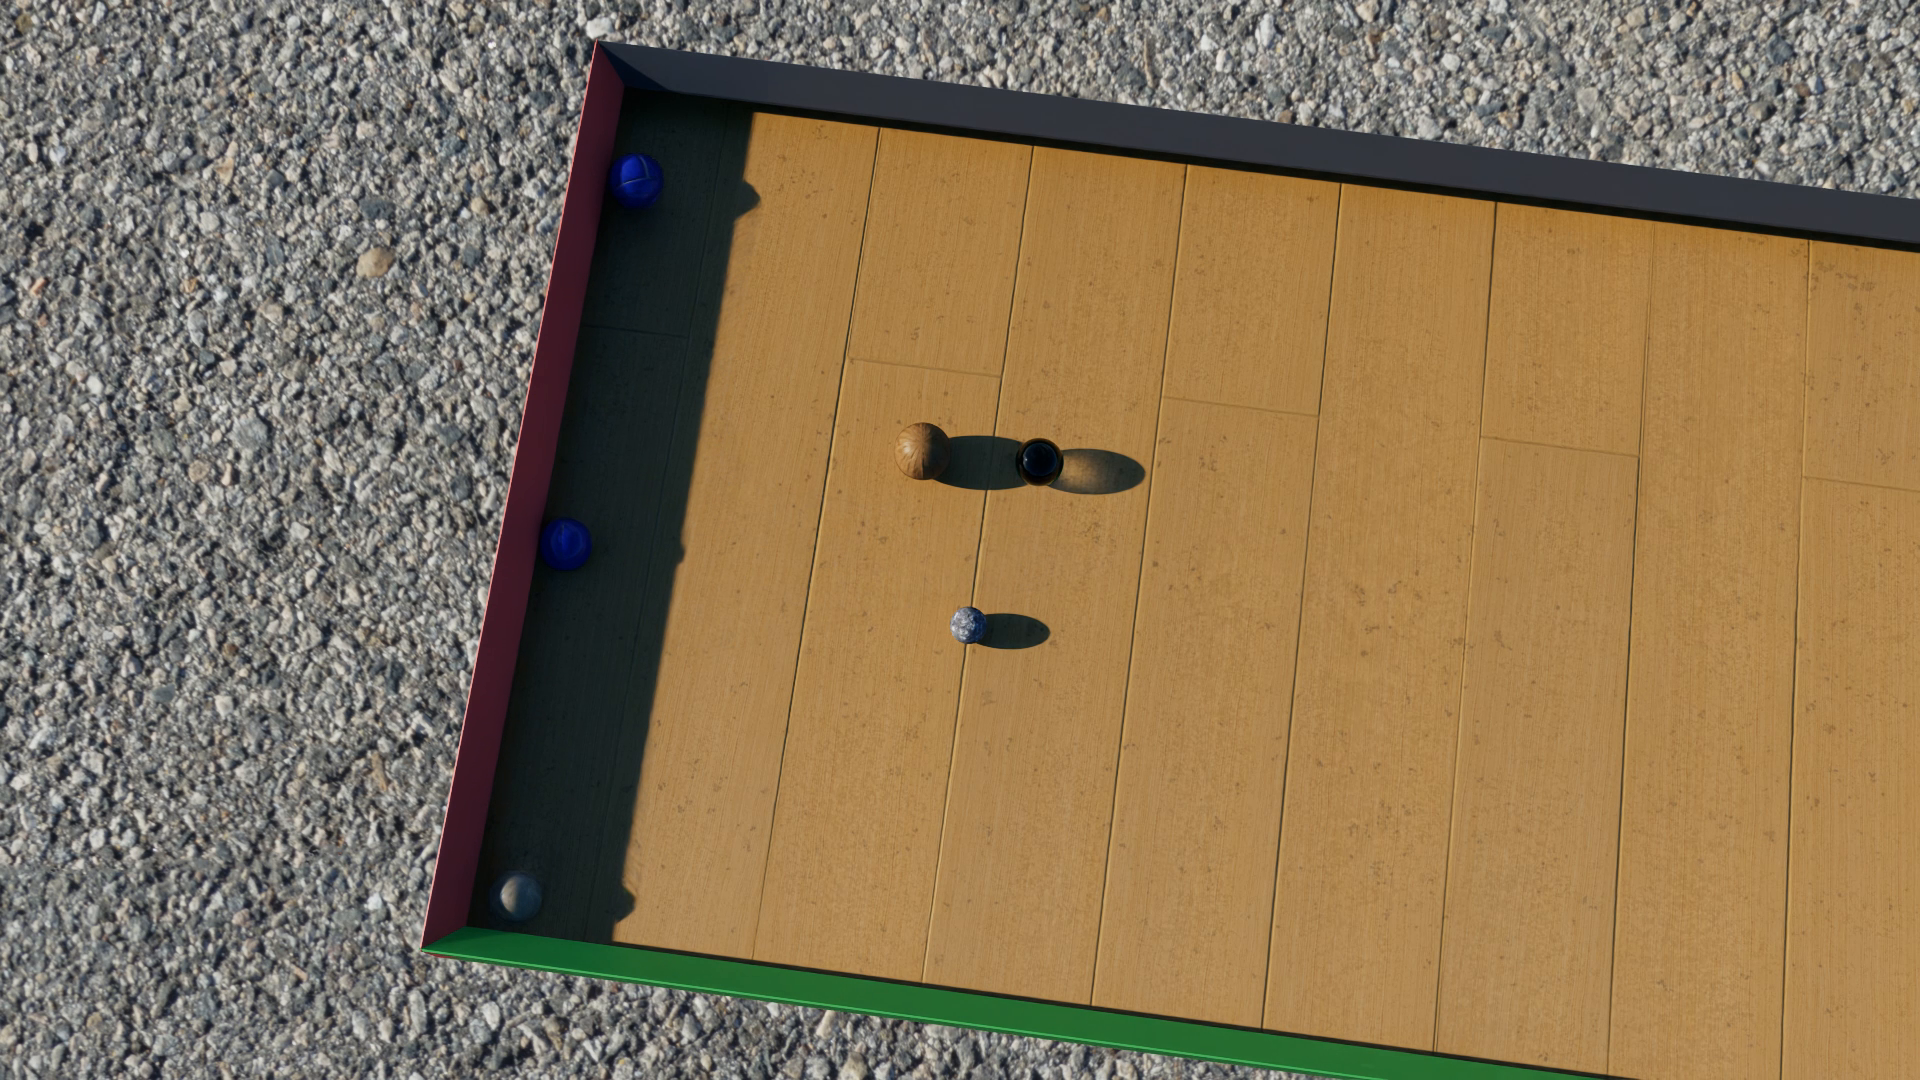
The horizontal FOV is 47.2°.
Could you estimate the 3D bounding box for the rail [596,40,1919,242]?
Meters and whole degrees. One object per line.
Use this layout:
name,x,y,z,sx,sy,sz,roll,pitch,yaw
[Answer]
rail,0.762,-0.584,3.484,2.708,0.116,0.045,7,75,2

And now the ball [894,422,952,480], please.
ball,-0.057,-0.136,3.378,0.090,0.090,0.090,0,75,0

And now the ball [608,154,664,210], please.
ball,-0.516,-0.568,3.495,0.088,0.088,0.088,0,75,0

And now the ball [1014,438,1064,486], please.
ball,0.122,-0.120,3.380,0.075,0.075,0.075,0,75,0

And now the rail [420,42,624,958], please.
rail,-0.648,-0.088,3.350,0.045,0.116,1.435,7,75,2

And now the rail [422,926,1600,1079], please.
rail,0.580,0.744,3.124,2.708,0.116,0.045,7,75,2

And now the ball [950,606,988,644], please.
ball,0.013,0.129,3.323,0.057,0.057,0.057,0,75,0

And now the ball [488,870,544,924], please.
ball,-0.647,0.520,3.206,0.078,0.078,0.078,0,75,0

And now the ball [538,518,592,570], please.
ball,-0.599,0.005,3.344,0.080,0.080,0.080,0,75,0
